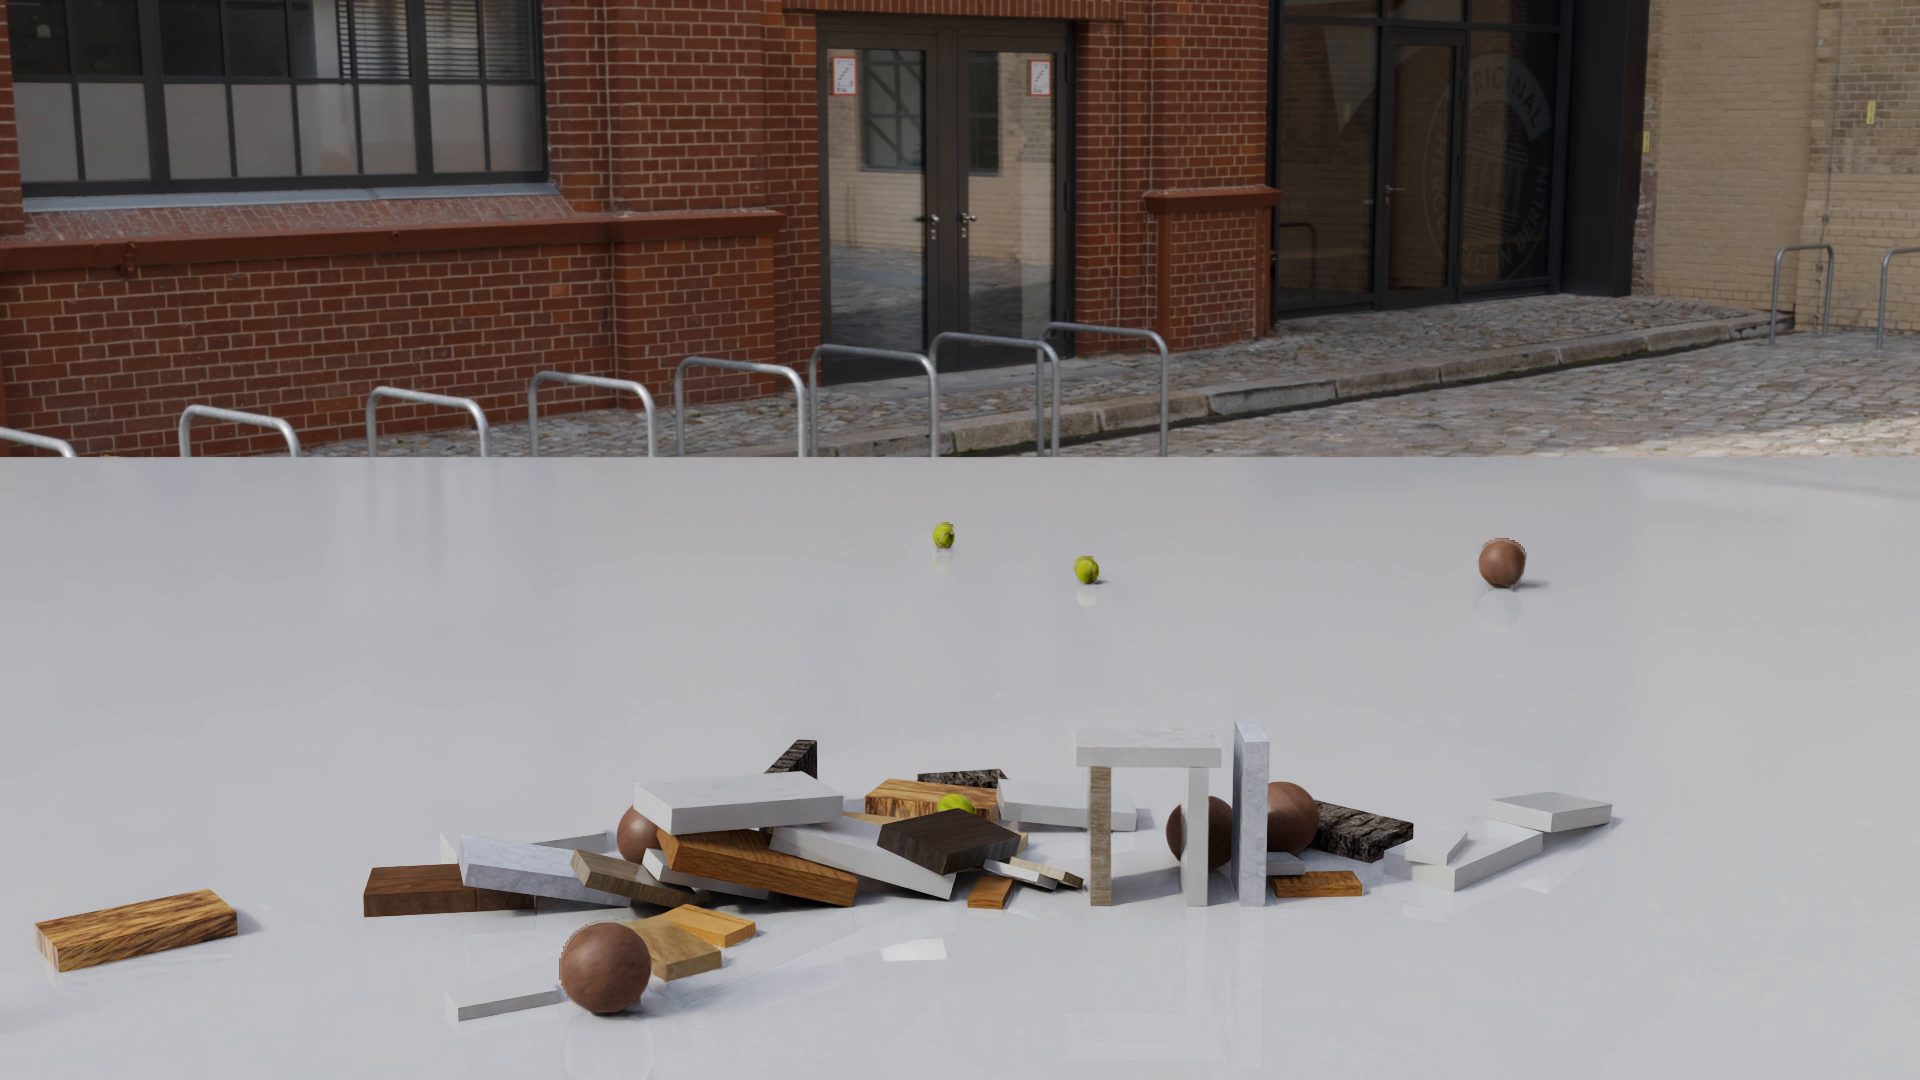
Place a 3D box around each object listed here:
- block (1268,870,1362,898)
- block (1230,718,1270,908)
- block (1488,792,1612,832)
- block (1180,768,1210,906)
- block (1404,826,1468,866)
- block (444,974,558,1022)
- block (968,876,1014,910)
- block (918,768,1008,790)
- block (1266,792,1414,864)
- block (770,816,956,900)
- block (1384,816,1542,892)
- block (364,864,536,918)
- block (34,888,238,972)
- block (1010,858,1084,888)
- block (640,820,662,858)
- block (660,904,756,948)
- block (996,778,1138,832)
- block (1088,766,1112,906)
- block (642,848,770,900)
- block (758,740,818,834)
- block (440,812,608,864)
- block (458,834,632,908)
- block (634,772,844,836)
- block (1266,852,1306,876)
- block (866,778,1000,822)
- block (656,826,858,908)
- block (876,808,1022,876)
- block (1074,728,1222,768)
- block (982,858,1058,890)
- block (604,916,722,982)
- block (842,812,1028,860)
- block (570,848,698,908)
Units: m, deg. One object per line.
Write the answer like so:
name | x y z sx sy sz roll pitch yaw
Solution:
block | 0.595 0.577 3.685 0.142 0.020 0.071 -1 11 -3
block | 0.480 0.451 3.649 0.040 0.281 0.140 0 11 0
block | 1.072 0.493 3.991 0.122 0.035 0.244 9 5 41
block | 0.388 0.475 3.644 0.033 0.236 0.118 0 11 1
block | 0.815 0.522 3.761 0.071 0.020 0.142 5 12 26
block | -0.668 0.666 3.204 0.147 0.021 0.073 -5 12 -27
block | 0.052 0.585 3.652 0.058 0.016 0.115 2 11 11
block | 0.006 0.470 4.252 0.165 0.023 0.082 -2 11 -12
block | 0.657 0.516 3.959 0.281 0.040 0.140 9 14 41
block | -0.159 0.518 3.695 0.309 0.044 0.154 16 9 -1
block | 0.875 0.542 3.818 0.140 0.040 0.281 10 15 44
block | -0.840 0.576 3.640 0.271 0.038 0.135 -2 11 -8
block | -1.292 0.611 3.452 0.271 0.038 0.135 -8 13 -35
block | 0.145 0.561 3.711 0.115 0.016 0.058 9 -15 39
block | -0.506 0.518 3.881 0.129 0.064 0.018 -9 14 -41
block | -0.404 0.612 3.492 0.147 0.021 0.073 7 13 35
block | 0.194 0.486 4.034 0.244 0.035 0.122 6 13 -6
block | 0.230 0.474 3.646 0.033 0.236 0.118 0 11 1
block | -0.419 0.552 3.637 0.193 0.027 0.096 15 3 -26
block | -0.311 0.462 3.999 0.037 0.131 0.263 2 11 11
block | -0.769 0.533 3.873 0.263 0.037 0.131 -5 12 -26
block | -0.683 0.545 3.619 0.271 0.038 0.135 11 9 -19
block | -0.366 0.434 3.645 0.309 0.044 0.154 -1 10 -31
block | 0.538 0.551 3.749 0.071 0.020 0.142 -1 -1 -4
block | -0.041 0.490 4.111 0.244 0.035 0.122 4 11 19
block | -0.335 0.525 3.620 0.309 0.044 0.154 15 9 -20
block | -0.016 0.510 3.736 0.131 0.037 0.263 21 10 27
block | 0.307 0.341 3.623 0.236 0.033 0.118 0 11 1
block | 0.101 0.563 3.702 0.115 0.016 0.058 9 -15 39
block | -0.459 0.628 3.389 0.096 0.027 0.193 -8 13 -36
block | -0.073 0.527 3.942 0.386 0.023 0.082 4 11 21
block | -0.530 0.554 3.577 0.193 0.027 0.096 19 6 -28
